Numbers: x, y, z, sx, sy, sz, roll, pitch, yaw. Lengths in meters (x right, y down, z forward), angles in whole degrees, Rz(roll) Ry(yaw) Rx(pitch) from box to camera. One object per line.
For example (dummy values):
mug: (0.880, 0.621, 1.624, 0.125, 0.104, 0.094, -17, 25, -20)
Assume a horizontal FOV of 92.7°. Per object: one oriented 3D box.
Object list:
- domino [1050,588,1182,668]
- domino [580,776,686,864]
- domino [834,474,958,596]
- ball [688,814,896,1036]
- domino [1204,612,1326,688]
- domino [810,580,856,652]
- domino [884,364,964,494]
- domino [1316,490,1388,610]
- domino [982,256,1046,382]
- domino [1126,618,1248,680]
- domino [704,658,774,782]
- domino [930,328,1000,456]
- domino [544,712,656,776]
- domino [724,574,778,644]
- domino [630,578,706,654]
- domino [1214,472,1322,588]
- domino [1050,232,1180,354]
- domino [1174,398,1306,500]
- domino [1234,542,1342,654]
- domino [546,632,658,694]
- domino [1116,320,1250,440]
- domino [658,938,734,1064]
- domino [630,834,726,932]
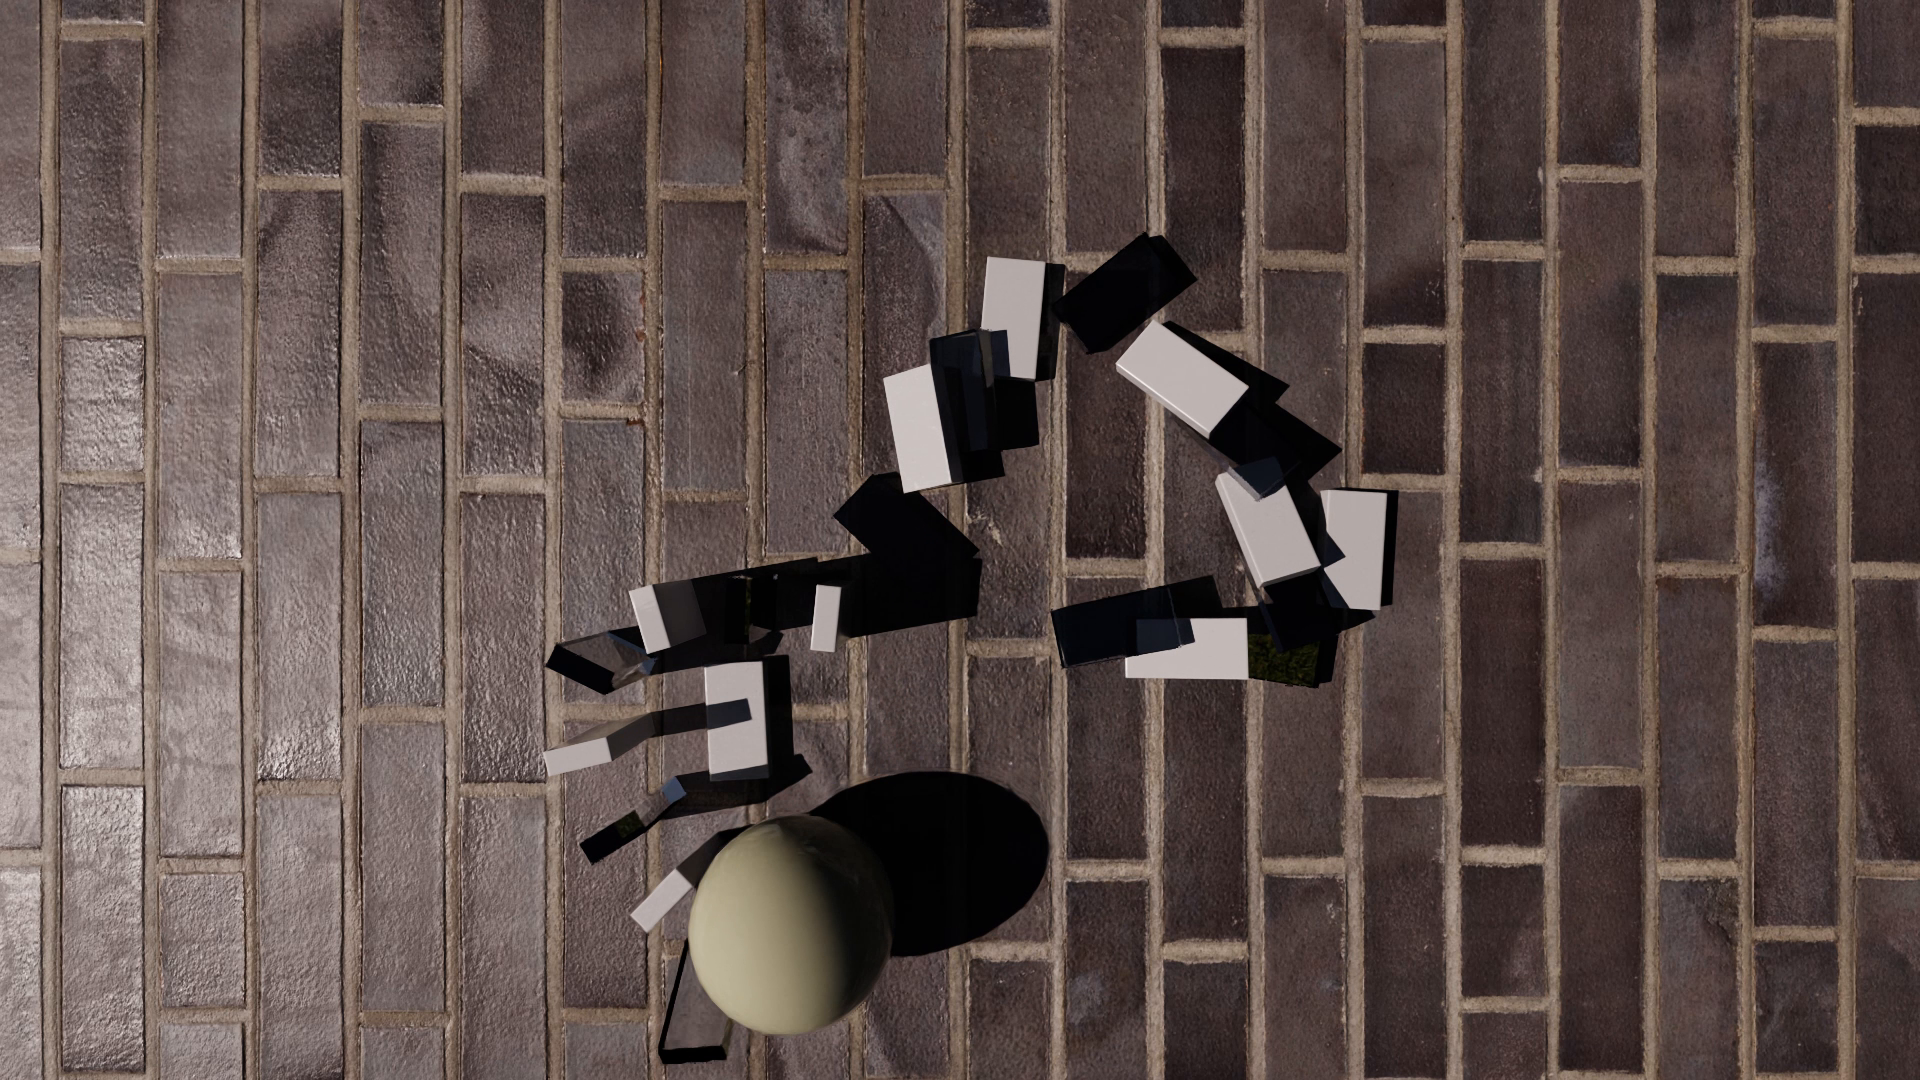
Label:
domino: (0.066, 0.037, 0.387, 0.050, 0.010, 0.025, -13, 85, 17)
domino: (-0.132, 0.114, 0.375, 0.025, 0.050, 0.009, -32, 90, 0)
domino: (-0.028, -0.002, 0.395, 0.050, 0.010, 0.025, 43, 90, 0)
ball: (-0.065, 0.149, 0.360, 0.080, 0.080, 0.080, 0, 90, 0)
domino: (0.130, 0.047, 0.395, 0.050, 0.010, 0.025, 9, 90, 0)
domino: (-0.051, 0.030, 0.375, 0.010, 0.050, 0.025, 6, 90, 0)
domino: (-0.016, -0.047, 0.389, 0.025, 0.009, 0.050, -10, 90, 33)
domino: (0.168, 0.004, 0.395, 0.025, 0.009, 0.050, 3, 90, 0)
domino: (0.022, -0.095, 0.395, 0.025, 0.010, 0.050, 5, 90, 0)
domino: (0.096, 0.046, 0.388, 0.050, 0.010, 0.025, -2, 88, 16)
domino: (-0.095, 0.077, 0.395, 0.025, 0.009, 0.050, -3, 90, 0)
domino: (0.002, -0.062, 0.389, 0.025, 0.009, 0.050, -5, 90, 34)
domino: (-0.146, 0.083, 0.375, 0.025, 0.050, 0.009, -14, 90, 0)
domino: (-0.085, 0.027, 0.375, 0.010, 0.050, 0.025, 2, 90, 0)
domino: (-0.118, 0.030, 0.375, 0.009, 0.050, 0.025, -16, 90, 0)
domino: (0.129, -0.007, 0.387, 0.025, 0.009, 0.050, -17, 70, 0)
domino: (0.067, -0.106, 0.395, 0.050, 0.010, 0.025, -38, 90, 0)
domino: (0.118, -0.044, 0.388, 0.025, 0.010, 0.050, -42, 73, 0)
domino: (0.139, 0.020, 0.389, 0.025, 0.010, 0.050, -18, 74, 0)
domino: (-0.145, 0.050, 0.375, 0.025, 0.050, 0.009, 26, 90, 0)
domino: (0.094, -0.068, 0.388, 0.050, 0.010, 0.025, 41, 90, 17)
domino: (-0.104, 0.187, 0.376, 0.025, 0.050, 0.010, -5, 119, 0)
domino: (-0.113, 0.139, 0.375, 0.010, 0.050, 0.025, 44, 90, 4)
